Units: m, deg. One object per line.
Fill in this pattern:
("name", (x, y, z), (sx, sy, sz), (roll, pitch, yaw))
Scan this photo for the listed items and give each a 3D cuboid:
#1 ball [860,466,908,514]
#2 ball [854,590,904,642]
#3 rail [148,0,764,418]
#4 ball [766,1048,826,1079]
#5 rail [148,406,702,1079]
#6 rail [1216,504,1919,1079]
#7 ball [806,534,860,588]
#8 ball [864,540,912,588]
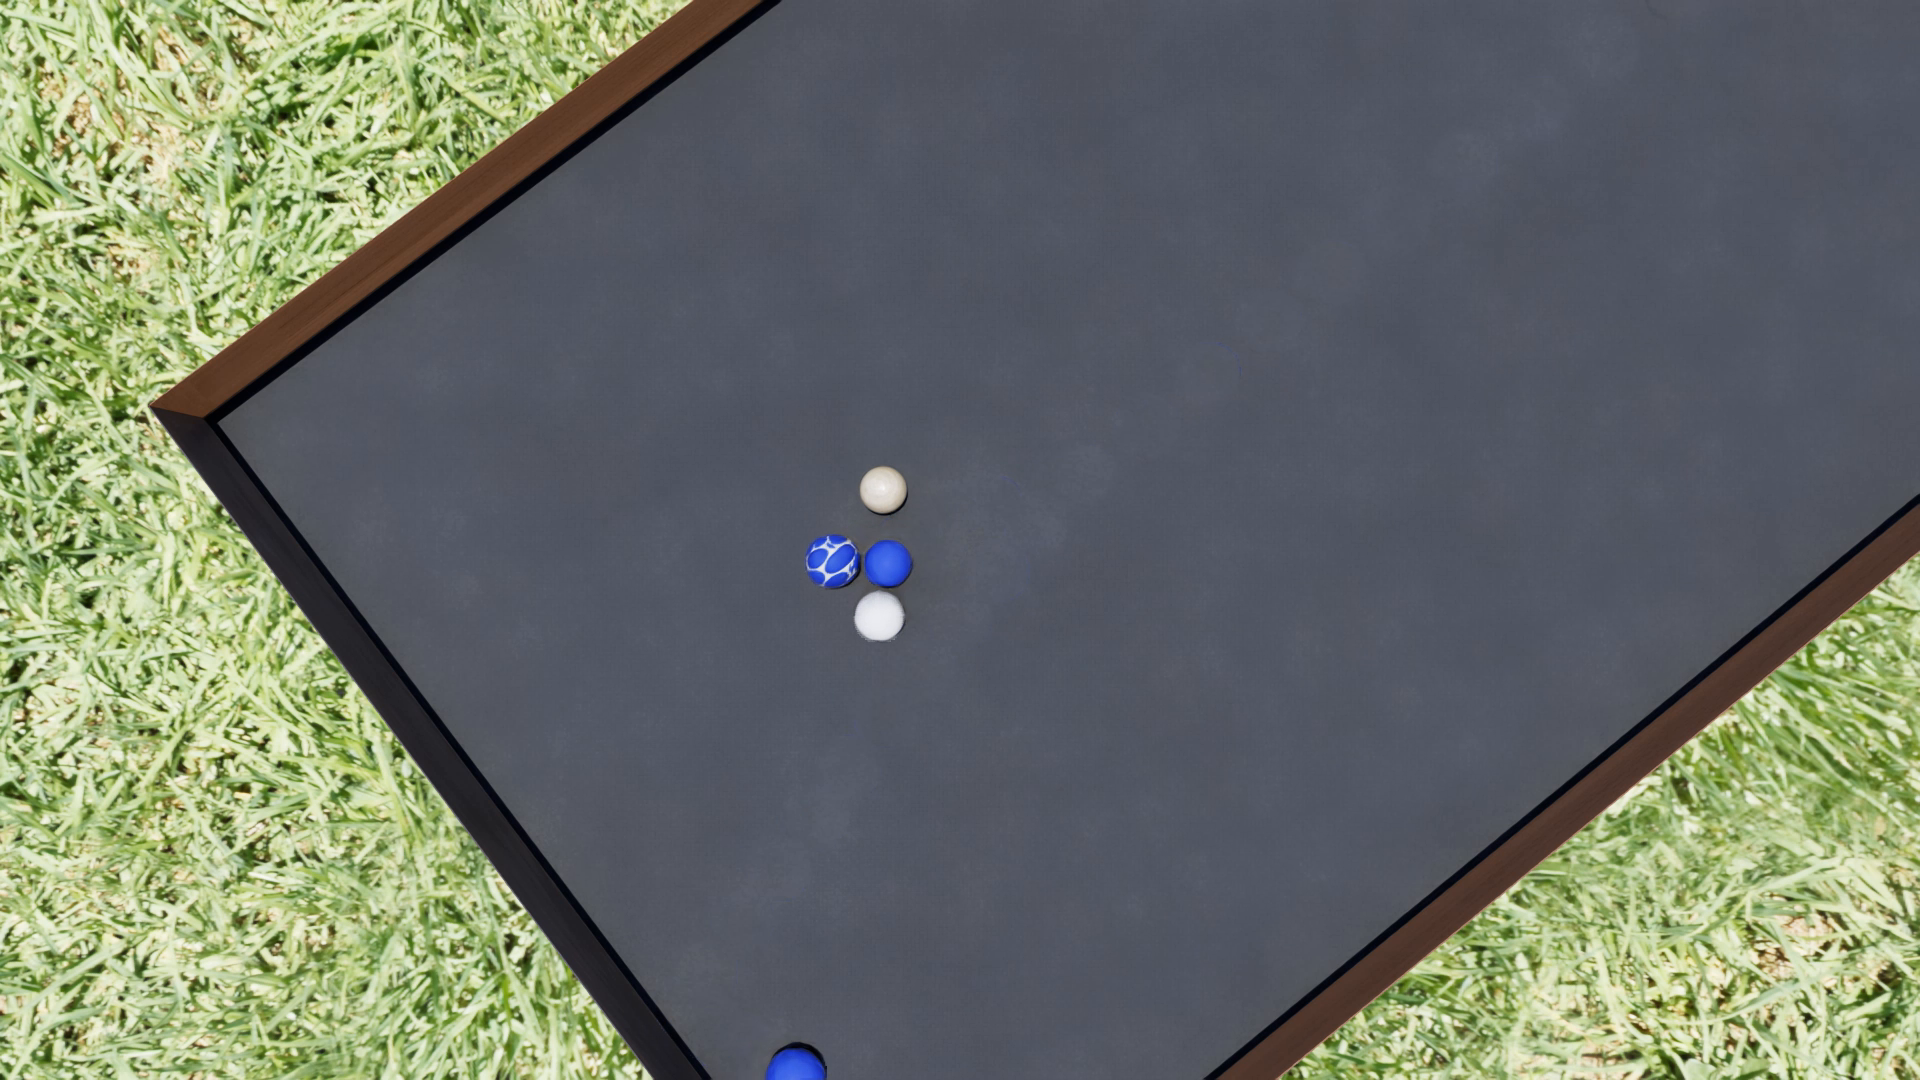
("ball", (-0.114, -0.074, 3.276), (0.072, 0.072, 0.072), (0, 82, 0))
("ball", (-0.118, 0.112, 3.248), (0.074, 0.074, 0.074), (0, 82, 0))
("rail", (0.109, -1.173, 3.412), (3.270, 0.112, 0.045), (-38, 84, -5))
("ball", (-0.236, 0.771, 3.148), (0.087, 0.087, 0.087), (0, 82, 0))
("rail", (-0.623, 0.484, 3.175), (0.045, 0.112, 1.768), (-38, 84, -5))
("rail", (1.175, 0.165, 3.221), (3.270, 0.112, 0.045), (-38, 84, -5))
("ball", (-0.188, 0.031, 3.257), (0.080, 0.080, 0.080), (0, 82, 0))
("ball", (-0.107, 0.035, 3.261), (0.071, 0.071, 0.071), (0, 82, 0))
